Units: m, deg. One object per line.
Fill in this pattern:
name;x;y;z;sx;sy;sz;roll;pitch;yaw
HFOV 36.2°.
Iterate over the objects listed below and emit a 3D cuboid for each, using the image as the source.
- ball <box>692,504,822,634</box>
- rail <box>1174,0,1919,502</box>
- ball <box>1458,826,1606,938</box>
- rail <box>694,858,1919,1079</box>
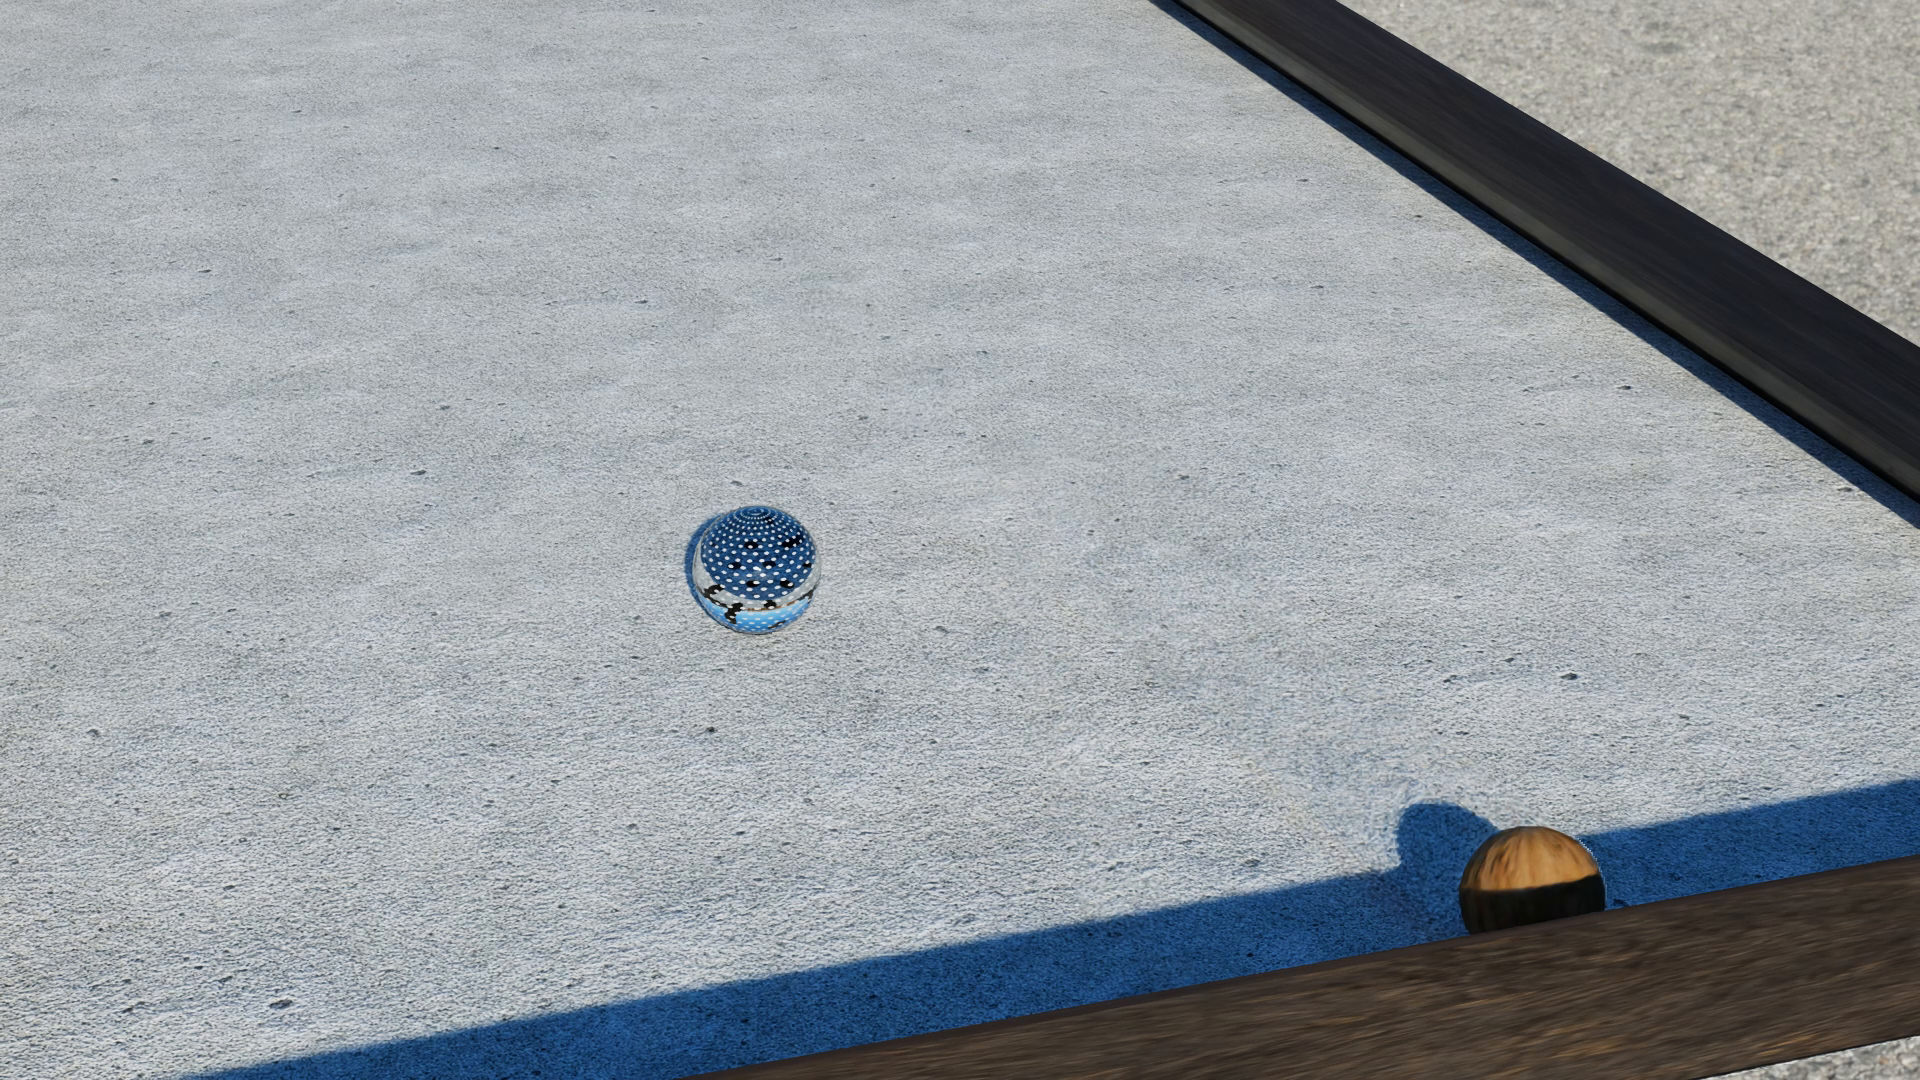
ball;-0.138;0.020;1.996;0.088;0.088;0.088;0;25;0
rail;0.466;-0.386;2.834;0.045;0.114;2.736;-8;26;-16
ball;0.315;0.197;1.621;0.080;0.080;0.080;0;25;0
rail;0.199;0.245;1.480;1.457;0.114;0.045;-8;26;-16
